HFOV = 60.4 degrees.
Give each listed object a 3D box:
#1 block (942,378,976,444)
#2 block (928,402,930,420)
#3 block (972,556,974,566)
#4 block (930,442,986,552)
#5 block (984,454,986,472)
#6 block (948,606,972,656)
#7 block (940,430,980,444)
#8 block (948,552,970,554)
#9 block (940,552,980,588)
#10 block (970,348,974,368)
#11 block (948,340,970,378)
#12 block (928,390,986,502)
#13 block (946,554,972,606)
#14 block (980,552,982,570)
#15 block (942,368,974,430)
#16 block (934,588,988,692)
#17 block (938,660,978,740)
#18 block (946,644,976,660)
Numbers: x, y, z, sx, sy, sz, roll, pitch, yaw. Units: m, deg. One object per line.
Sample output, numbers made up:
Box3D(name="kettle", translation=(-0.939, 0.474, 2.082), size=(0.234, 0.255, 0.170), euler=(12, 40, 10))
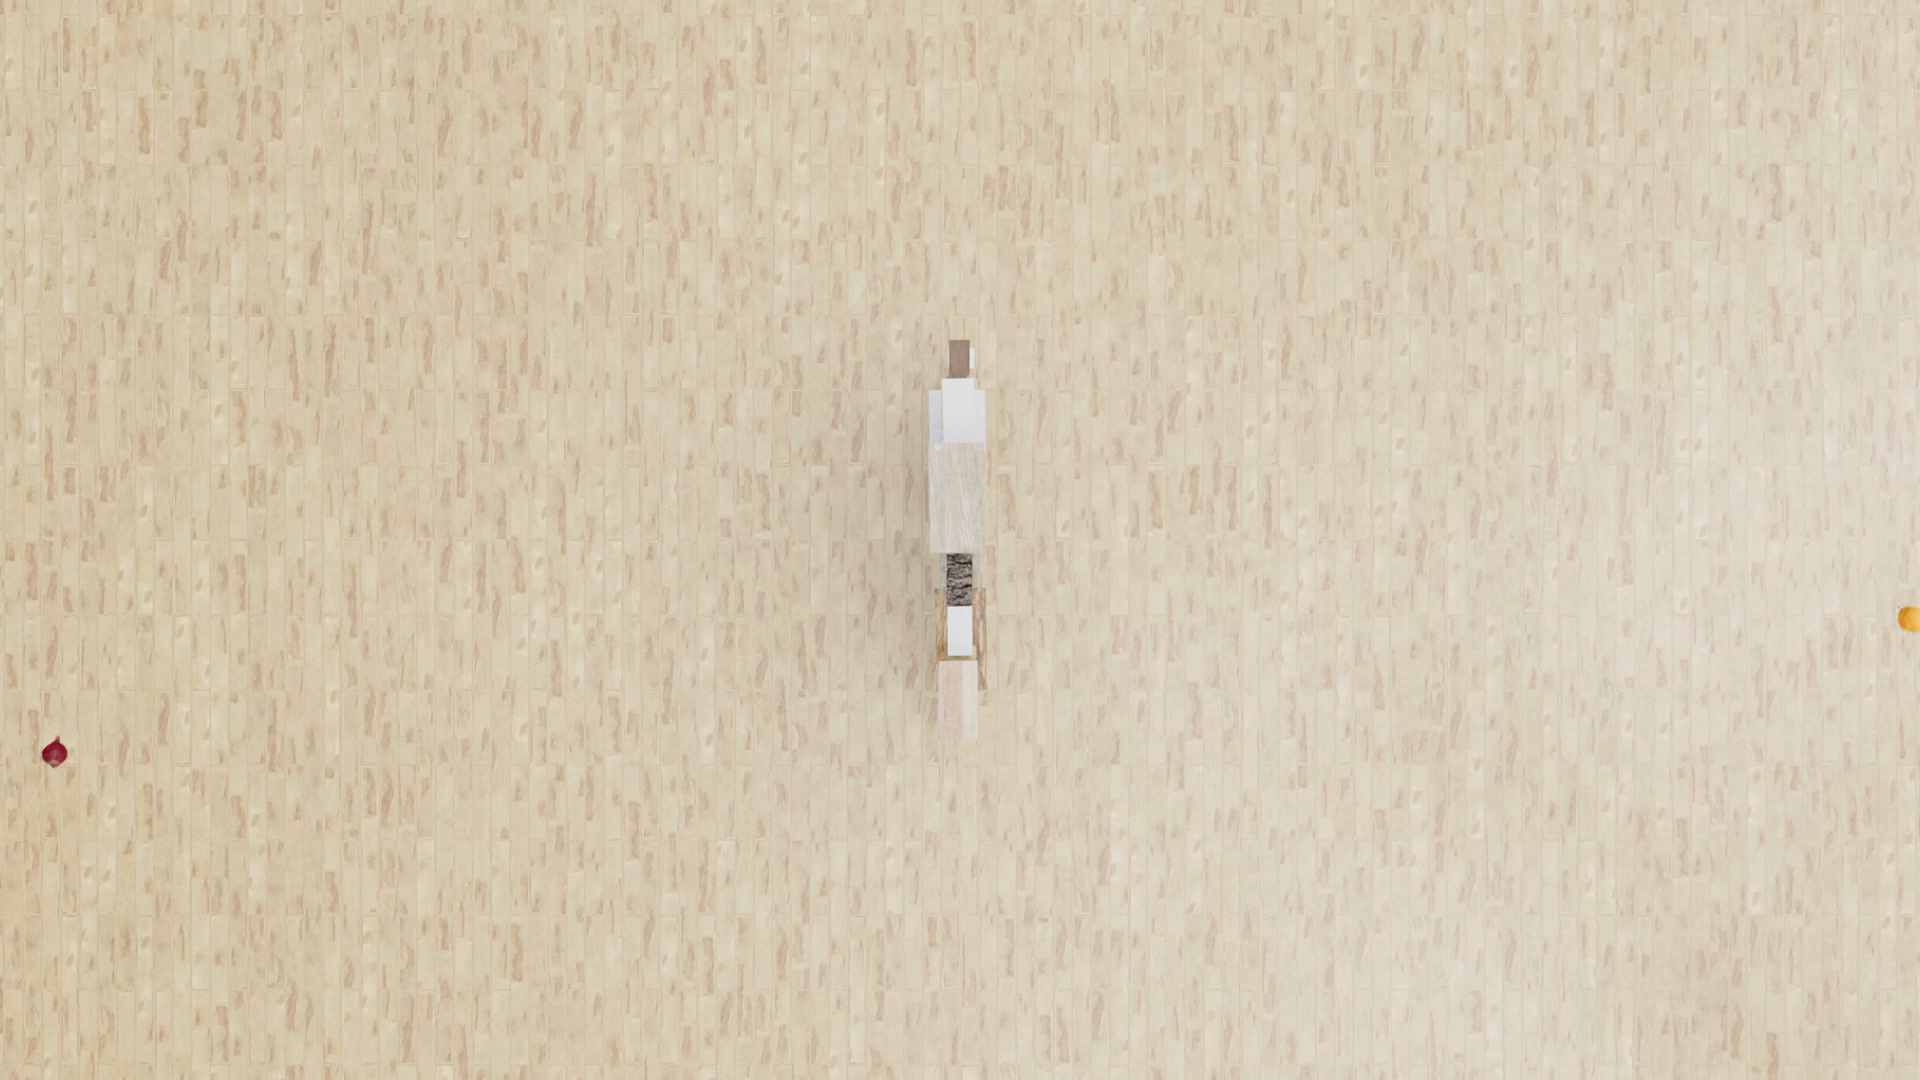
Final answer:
Box3D(name="block", translation=(-0.002, -0.342, 4.379), size=(0.086, 0.024, 0.171), euler=(-2, 90, 0))
Box3D(name="block", translation=(-0.012, -0.385, 5.047), size=(0.163, 0.360, 0.046), euler=(1, 90, 0))
Box3D(name="block", translation=(0.001, 0.061, 4.692), size=(0.073, 0.146, 0.021), euler=(0, 92, 0))
Box3D(name="block", translation=(-0.006, -0.108, 4.261), size=(0.141, 0.040, 0.282), euler=(0, 90, 0))
Box3D(name="block", translation=(-0.004, -0.203, 4.422), size=(0.141, 0.282, 0.040), euler=(-1, 90, 0))
Box3D(name="block", translation=(-0.001, 0.254, 4.605), size=(0.068, 0.019, 0.136), euler=(-1, 90, 0))
Box3D(name="block", translation=(0.001, -0.193, 4.579), size=(0.113, 0.032, 0.226), euler=(-1, 90, 0))
Box3D(name="block", translation=(-0.002, -0.011, 4.774), size=(0.064, 0.018, 0.128), euler=(0, 90, 0))
Box3D(name="block", translation=(0.001, 0.016, 4.929), size=(0.124, 0.035, 0.248), euler=(0, 90, 0))
Box3D(name="block", translation=(0.003, -0.530, 5.316), size=(0.086, 0.024, 0.172), euler=(0, 90, 0))
Box3D(name="block", translation=(-0.002, -0.489, 4.503), size=(0.057, 0.016, 0.114), euler=(1, 89, 0))
Box3D(name="block", translation=(-0.007, -0.275, 4.844), size=(0.163, 0.046, 0.327), euler=(-1, 90, 0))
Box3D(name="block", translation=(-0.001, 0.111, 4.609), size=(0.073, 0.021, 0.146), euler=(1, 90, 0))
Box3D(name="block", translation=(0.003, -0.037, 5.213), size=(0.134, 0.038, 0.268), euler=(0, 90, 0))
Box3D(name="block", translation=(-0.006, -0.395, 4.637), size=(0.086, 0.024, 0.171), euler=(1, 90, 1))
Box3D(name="block", translation=(0.004, 0.300, 4.977), size=(0.154, 0.044, 0.308), euler=(-1, 90, 0))
Box3D(name="block", translation=(-0.006, 0.439, 4.517), size=(0.109, 0.031, 0.218), euler=(0, 90, 0))
Box3D(name="block", translation=(0.003, 0.393, 4.764), size=(0.090, 0.025, 0.179), euler=(-1, 90, 0))
